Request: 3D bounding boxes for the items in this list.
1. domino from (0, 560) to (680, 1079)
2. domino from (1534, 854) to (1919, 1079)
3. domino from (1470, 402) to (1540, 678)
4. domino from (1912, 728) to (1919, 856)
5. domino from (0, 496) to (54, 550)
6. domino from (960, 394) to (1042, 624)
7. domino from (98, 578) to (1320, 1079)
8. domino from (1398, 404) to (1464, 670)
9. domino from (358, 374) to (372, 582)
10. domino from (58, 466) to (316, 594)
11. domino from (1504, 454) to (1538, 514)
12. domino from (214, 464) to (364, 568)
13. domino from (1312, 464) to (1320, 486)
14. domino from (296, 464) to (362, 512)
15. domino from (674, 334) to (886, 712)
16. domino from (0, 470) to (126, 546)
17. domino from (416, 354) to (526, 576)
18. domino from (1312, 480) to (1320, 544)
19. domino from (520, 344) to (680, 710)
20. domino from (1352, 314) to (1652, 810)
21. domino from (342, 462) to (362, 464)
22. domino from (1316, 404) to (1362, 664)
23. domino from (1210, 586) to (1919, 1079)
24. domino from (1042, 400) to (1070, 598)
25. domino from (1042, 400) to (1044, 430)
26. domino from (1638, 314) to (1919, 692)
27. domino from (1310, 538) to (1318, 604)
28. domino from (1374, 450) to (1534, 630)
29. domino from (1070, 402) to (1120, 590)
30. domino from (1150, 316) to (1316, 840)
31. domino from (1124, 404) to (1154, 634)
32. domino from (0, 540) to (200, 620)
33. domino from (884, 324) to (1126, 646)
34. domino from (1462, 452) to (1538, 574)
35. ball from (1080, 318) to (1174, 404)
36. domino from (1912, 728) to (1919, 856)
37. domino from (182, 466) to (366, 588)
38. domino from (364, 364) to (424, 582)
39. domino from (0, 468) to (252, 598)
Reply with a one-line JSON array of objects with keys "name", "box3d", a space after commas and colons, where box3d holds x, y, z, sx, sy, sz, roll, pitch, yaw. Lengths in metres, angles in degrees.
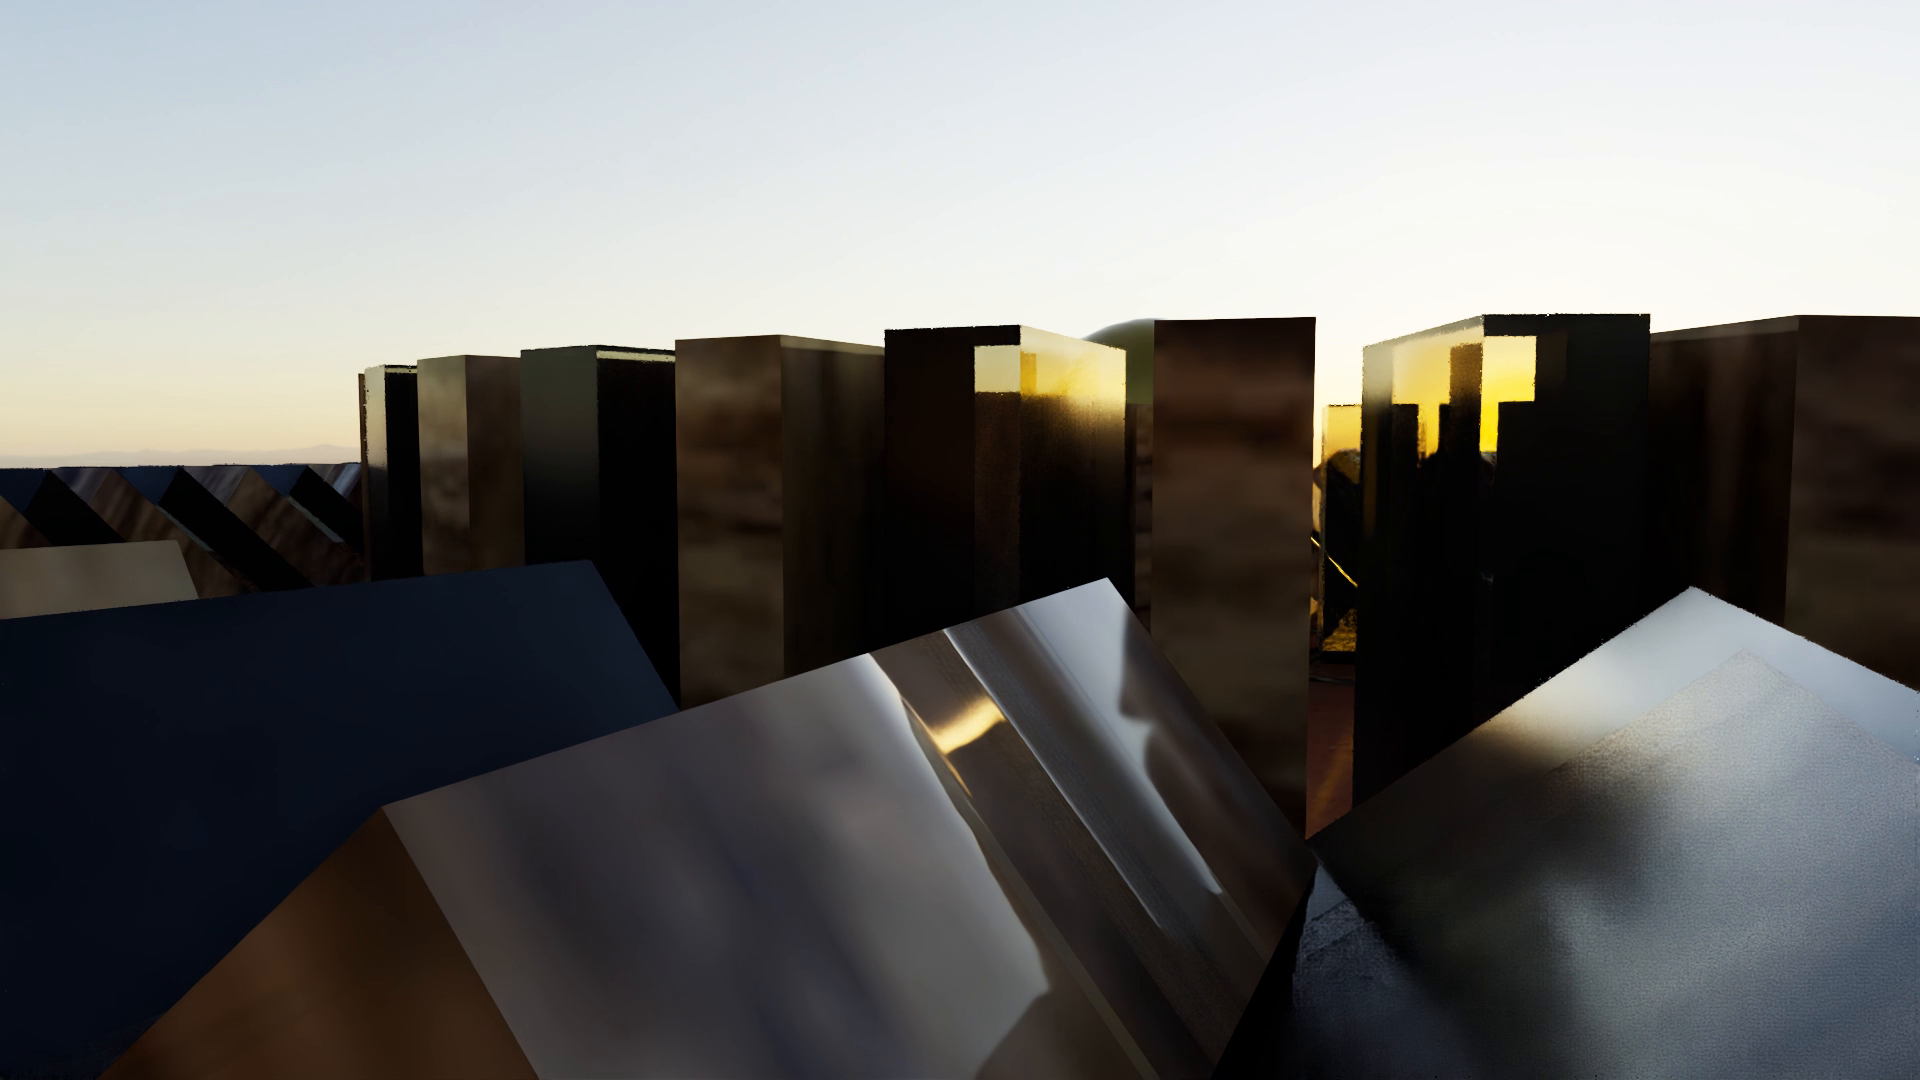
[{"name": "domino", "box3d": [-0.032, 0.020, 0.038, 0.050, 0.010, 0.025, -42, -17, 26]}, {"name": "domino", "box3d": [0.015, 0.021, 0.025, 0.050, 0.010, 0.025, -39, -7, 15]}, {"name": "domino", "box3d": [0.107, -0.001, 0.245, 0.010, 0.050, 0.025, 3, 5, 38]}, {"name": "domino", "box3d": [0.067, 0.011, 0.093, 0.009, 0.050, 0.025, -1, 4, -16]}, {"name": "domino", "box3d": [-0.134, 0.010, 0.177, 0.025, 0.010, 0.050, 0, -35, 2]}, {"name": "domino", "box3d": [0.000, 0.002, 0.201, 0.025, 0.050, 0.009, 0, 4, 0]}, {"name": "domino", "box3d": [-0.016, 0.021, 0.033, 0.050, 0.010, 0.025, -40, -12, 21]}, {"name": "domino", "box3d": [0.093, -0.001, 0.253, 0.010, 0.050, 0.025, 2, 5, 23]}, {"name": "domino", "box3d": [-0.055, 0.006, 0.148, 0.025, 0.050, 0.009, -2, 5, -25]}, {"name": "domino", "box3d": [-0.132, 0.006, 0.226, 0.025, 0.010, 0.050, 1, -34, 15]}, {"name": "domino", "box3d": [0.151, 0.001, 0.293, 0.025, 0.009, 0.050, -4, 47, -43]}, {"name": "domino", "box3d": [-0.125, 0.004, 0.257, 0.025, 0.010, 0.050, 2, -34, 23]}, {"name": "domino", "box3d": [0.111, -0.002, 0.319, 0.050, 0.010, 0.025, 50, 26, 19]}, {"name": "domino", "box3d": [-0.119, 0.003, 0.272, 0.025, 0.009, 0.050, 2, -34, 26]}, {"name": "domino", "box3d": [-0.010, 0.010, 0.103, 0.009, 0.050, 0.025, 2, 5, 29]}, {"name": "domino", "box3d": [-0.135, 0.009, 0.193, 0.025, 0.010, 0.050, 0, -35, 5]}, {"name": "domino", "box3d": [-0.036, 0.008, 0.122, 0.010, 0.050, 0.025, 4, 6, 44]}, {"name": "domino", "box3d": [0.096, -0.003, 0.324, 0.010, 0.050, 0.025, -46, -13, 19]}, {"name": "domino", "box3d": [-0.024, 0.009, 0.112, 0.009, 0.050, 0.025, 3, 5, 36]}, {"name": "domino", "box3d": [0.035, 0.011, 0.088, 0.010, 0.050, 0.025, 0, 4, 2]}, {"name": "domino", "box3d": [-0.114, 0.001, 0.287, 0.025, 0.010, 0.050, 1, -34, 33]}, {"name": "domino", "box3d": [0.078, -0.002, 0.258, 0.010, 0.050, 0.025, 1, 4, 13]}, {"name": "domino", "box3d": [0.000, 0.021, 0.029, 0.050, 0.010, 0.025, -39, -8, 17]}, {"name": "domino", "box3d": [0.007, 0.000, 0.232, 0.025, 0.050, 0.009, 3, 5, 36]}, {"name": "domino", "box3d": [0.001, 0.001, 0.217, 0.025, 0.050, 0.009, 1, 4, 9]}, {"name": "domino", "box3d": [0.052, 0.011, 0.089, 0.010, 0.050, 0.025, -1, 4, -9]}, {"name": "domino", "box3d": [0.080, -0.003, 0.326, 0.009, 0.050, 0.025, -44, -6, 13]}, {"name": "domino", "box3d": [0.126, -0.001, 0.312, 0.025, 0.010, 0.050, -5, 50, -51]}, {"name": "domino", "box3d": [0.018, -0.001, 0.244, 0.010, 0.050, 0.025, -4, 6, -41]}, {"name": "domino", "box3d": [0.020, 0.011, 0.091, 0.010, 0.050, 0.025, 1, 4, 14]}, {"name": "domino", "box3d": [0.031, -0.001, 0.253, 0.010, 0.050, 0.025, -2, 5, -29]}, {"name": "domino", "box3d": [-0.047, 0.020, 0.045, 0.025, 0.010, 0.050, -6, -32, -52]}, {"name": "domino", "box3d": [0.004, 0.010, 0.096, 0.009, 0.050, 0.025, 2, 5, 22]}, {"name": "domino", "box3d": [0.138, 0.000, 0.303, 0.025, 0.010, 0.050, -5, 48, -48]}, {"name": "ball", "box3d": [0.057, -0.027, 0.387, 0.080, 0.080, 0.080, 0, 4, 0]}, {"name": "domino", "box3d": [0.083, 0.010, 0.098, 0.010, 0.050, 0.025, -2, 5, -24]}, {"name": "domino", "box3d": [-0.129, 0.005, 0.241, 0.025, 0.010, 0.050, 1, -34, 18]}, {"name": "domino", "box3d": [-0.047, 0.007, 0.134, 0.025, 0.050, 0.010, -3, 5, -35]}, {"name": "domino", "box3d": [-0.134, 0.007, 0.210, 0.025, 0.009, 0.050, 1, -35, 12]}]
